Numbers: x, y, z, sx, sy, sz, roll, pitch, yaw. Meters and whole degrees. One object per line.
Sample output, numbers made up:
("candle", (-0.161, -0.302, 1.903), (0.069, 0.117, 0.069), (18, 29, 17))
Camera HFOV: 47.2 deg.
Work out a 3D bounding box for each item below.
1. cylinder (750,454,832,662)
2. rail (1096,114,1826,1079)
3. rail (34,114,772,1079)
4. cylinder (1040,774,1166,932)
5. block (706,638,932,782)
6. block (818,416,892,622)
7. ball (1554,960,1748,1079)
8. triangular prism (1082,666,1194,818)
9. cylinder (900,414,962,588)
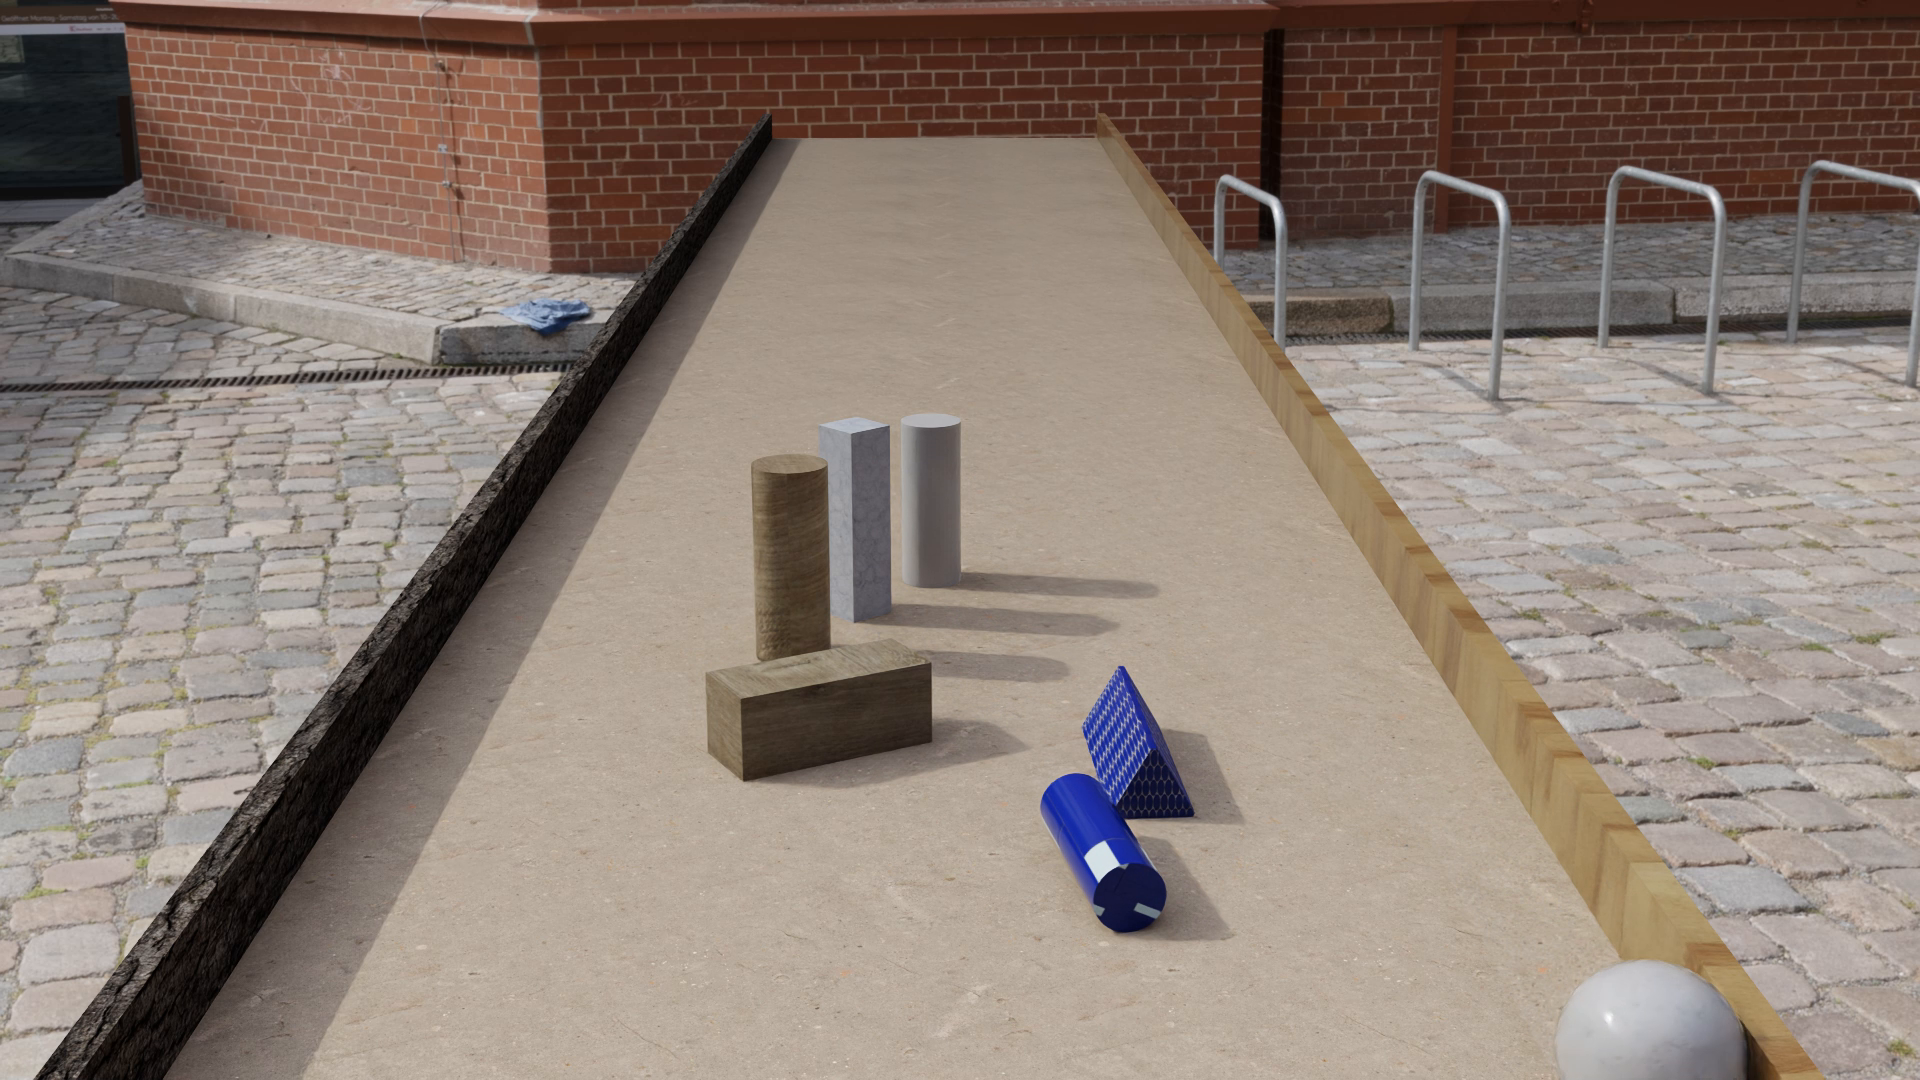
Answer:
("cylinder", (-0.336, 0.041, 4.391), (0.152, 0.399, 0.152), (0, 17, 0))
("rail", (0.932, -0.844, 7.801), (0.050, 0.150, 12.000), (0, 17, -1))
("rail", (-1.118, -0.838, 7.780), (0.050, 0.150, 12.000), (0, 17, -1))
("cylinder", (0.218, 0.480, 3.415), (0.112, 0.112, 0.348), (-3, 17, -11))
("block", (-0.251, 0.301, 3.947), (0.374, 0.153, 0.153), (-9, 19, -28))
("block", (-0.221, -0.043, 4.650), (0.106, 0.411, 0.106), (-15, 22, -41))
("ball", (0.849, 0.631, 2.704), (0.228, 0.228, 0.228), (0, 17, 0))
("triangular prism", (0.308, 0.345, 3.842), (0.140, 0.122, 0.405), (-1, 17, -4))
("cylinder", (-0.064, -0.087, 4.879), (0.133, 0.366, 0.133), (0, 17, 0))
